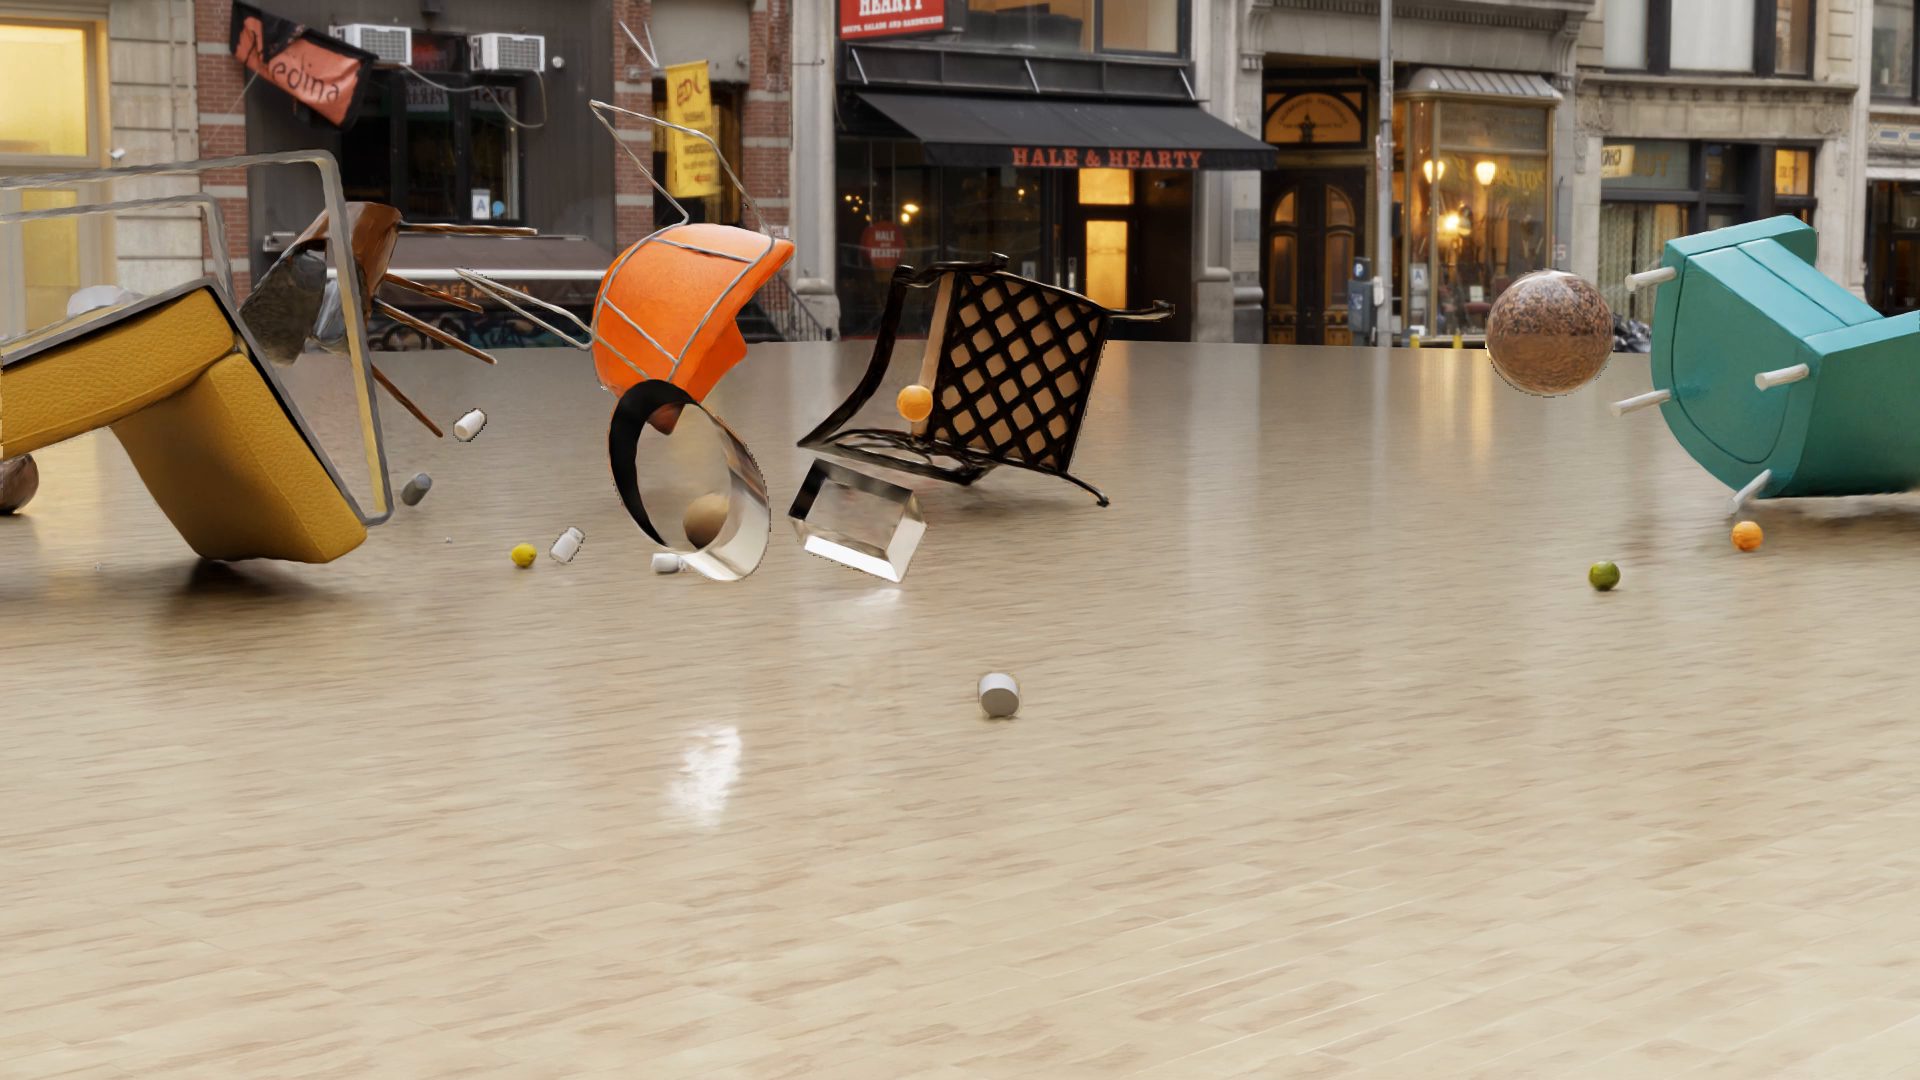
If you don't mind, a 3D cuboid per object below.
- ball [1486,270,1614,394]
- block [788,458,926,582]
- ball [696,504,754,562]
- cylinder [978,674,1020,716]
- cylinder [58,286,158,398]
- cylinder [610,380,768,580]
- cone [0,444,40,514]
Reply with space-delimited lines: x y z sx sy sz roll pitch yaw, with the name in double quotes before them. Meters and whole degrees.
"ball" 1.074 -0.378 4.670 0.227 0.227 0.227 0 6 0
"block" -0.217 -0.042 5.455 0.229 0.143 0.174 19 -20 17
"ball" -0.543 -0.017 5.924 0.134 0.134 0.134 0 6 0
"cylinder" 0.058 0.232 3.847 0.060 0.051 0.037 22 27 -16
"cylinder" -2.035 -0.473 6.132 0.211 0.190 0.199 -6 -27 10
"cylinder" -0.451 -0.097 4.292 0.189 0.306 0.234 -24 -16 5
"cone" -2.657 -0.113 7.024 0.172 0.242 0.223 30 32 -10
